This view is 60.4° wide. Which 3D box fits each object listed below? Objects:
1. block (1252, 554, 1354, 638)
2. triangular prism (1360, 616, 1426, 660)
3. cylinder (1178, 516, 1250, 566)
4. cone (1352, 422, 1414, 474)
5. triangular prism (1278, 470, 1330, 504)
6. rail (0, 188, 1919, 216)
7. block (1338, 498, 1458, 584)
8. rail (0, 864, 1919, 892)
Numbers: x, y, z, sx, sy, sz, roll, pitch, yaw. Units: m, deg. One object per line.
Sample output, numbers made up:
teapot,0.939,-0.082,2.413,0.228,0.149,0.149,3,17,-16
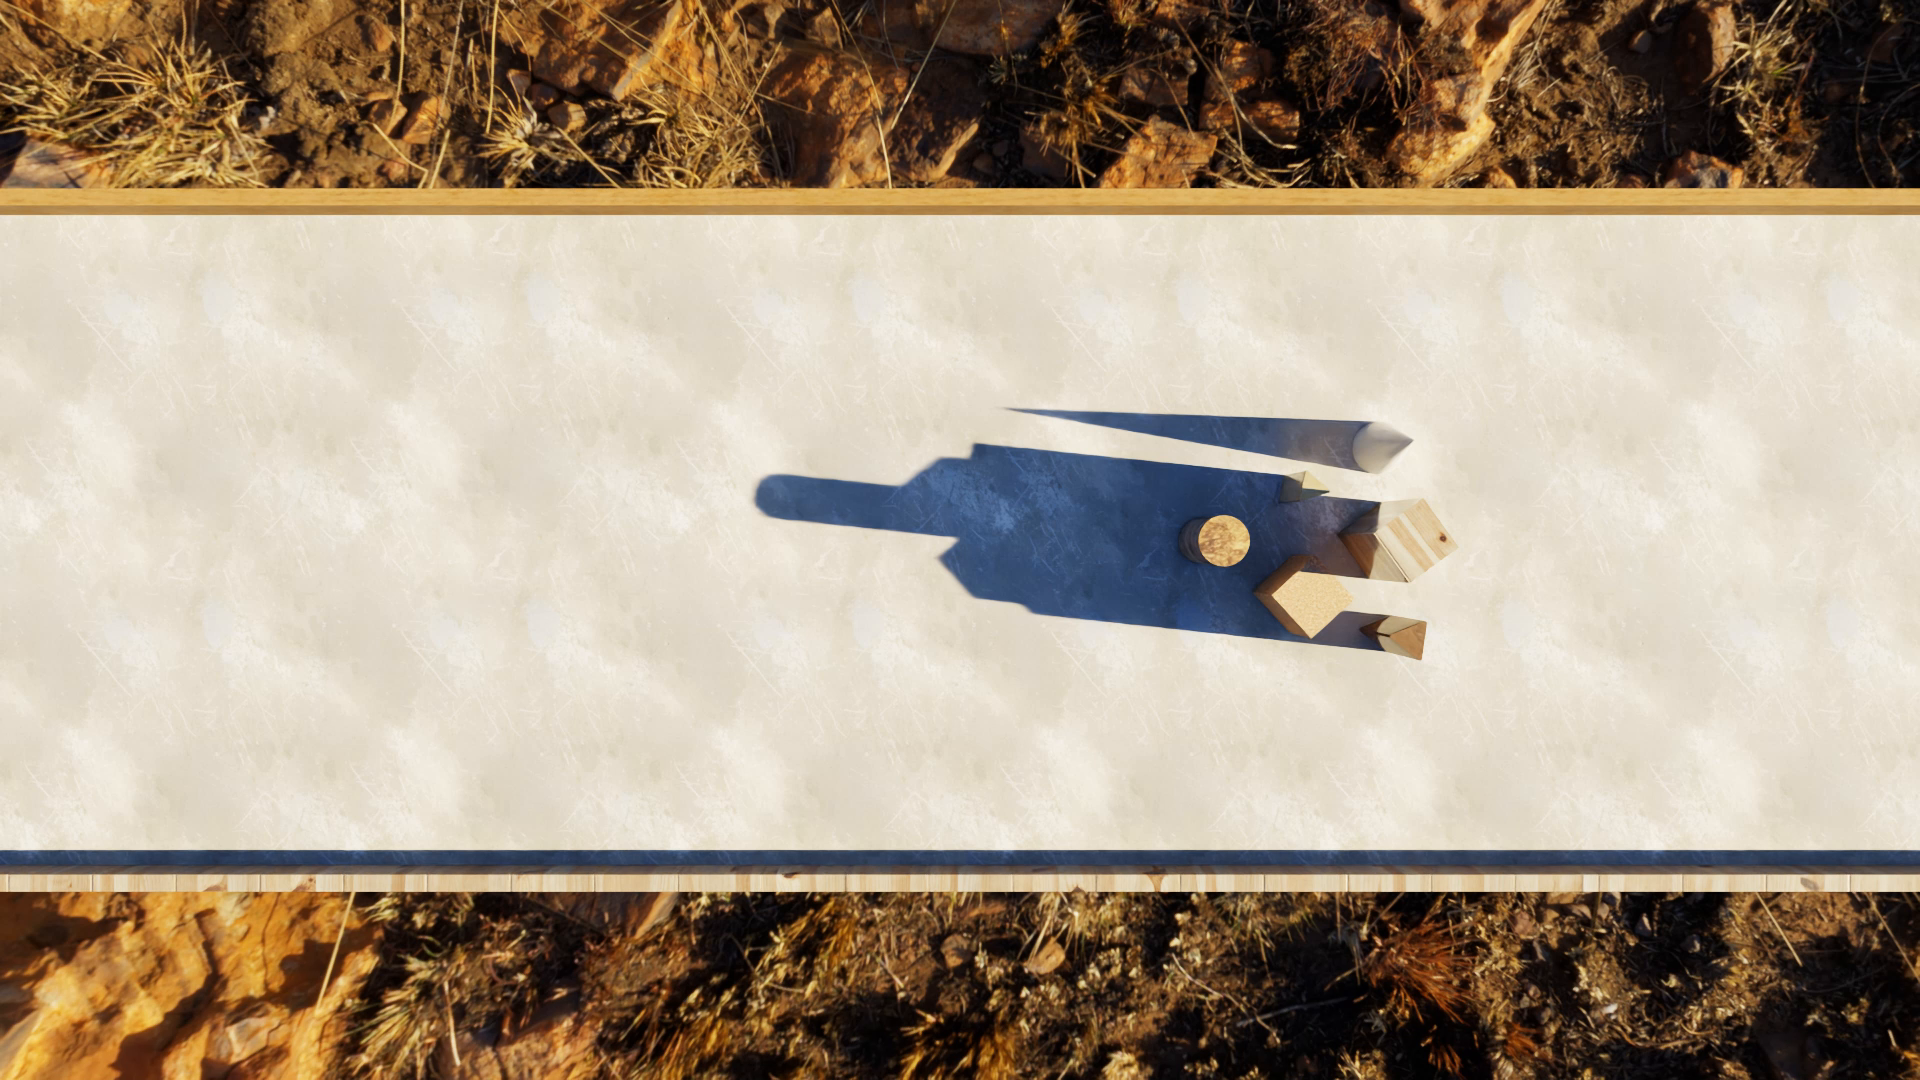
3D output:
block,1.018,0.164,4.913,0.170,0.326,0.170,-42,90,0
triangular prism,1.302,0.271,4.894,0.112,0.366,0.097,38,90,0
cylinder,0.743,0.002,4.857,0.144,0.440,0.144,0,90,0
cone,1.289,-0.283,4.876,0.164,0.401,0.164,0,90,0
triangular prism,1.011,-0.163,4.915,0.089,0.323,0.078,-17,90,0
rail,-2.247,-1.025,5.002,12.000,0.150,0.050,0,90,0
block,1.279,0.002,4.849,0.171,0.456,0.171,-36,90,0
rail,-2.247,1.025,5.001,12.000,0.150,0.050,0,90,0
